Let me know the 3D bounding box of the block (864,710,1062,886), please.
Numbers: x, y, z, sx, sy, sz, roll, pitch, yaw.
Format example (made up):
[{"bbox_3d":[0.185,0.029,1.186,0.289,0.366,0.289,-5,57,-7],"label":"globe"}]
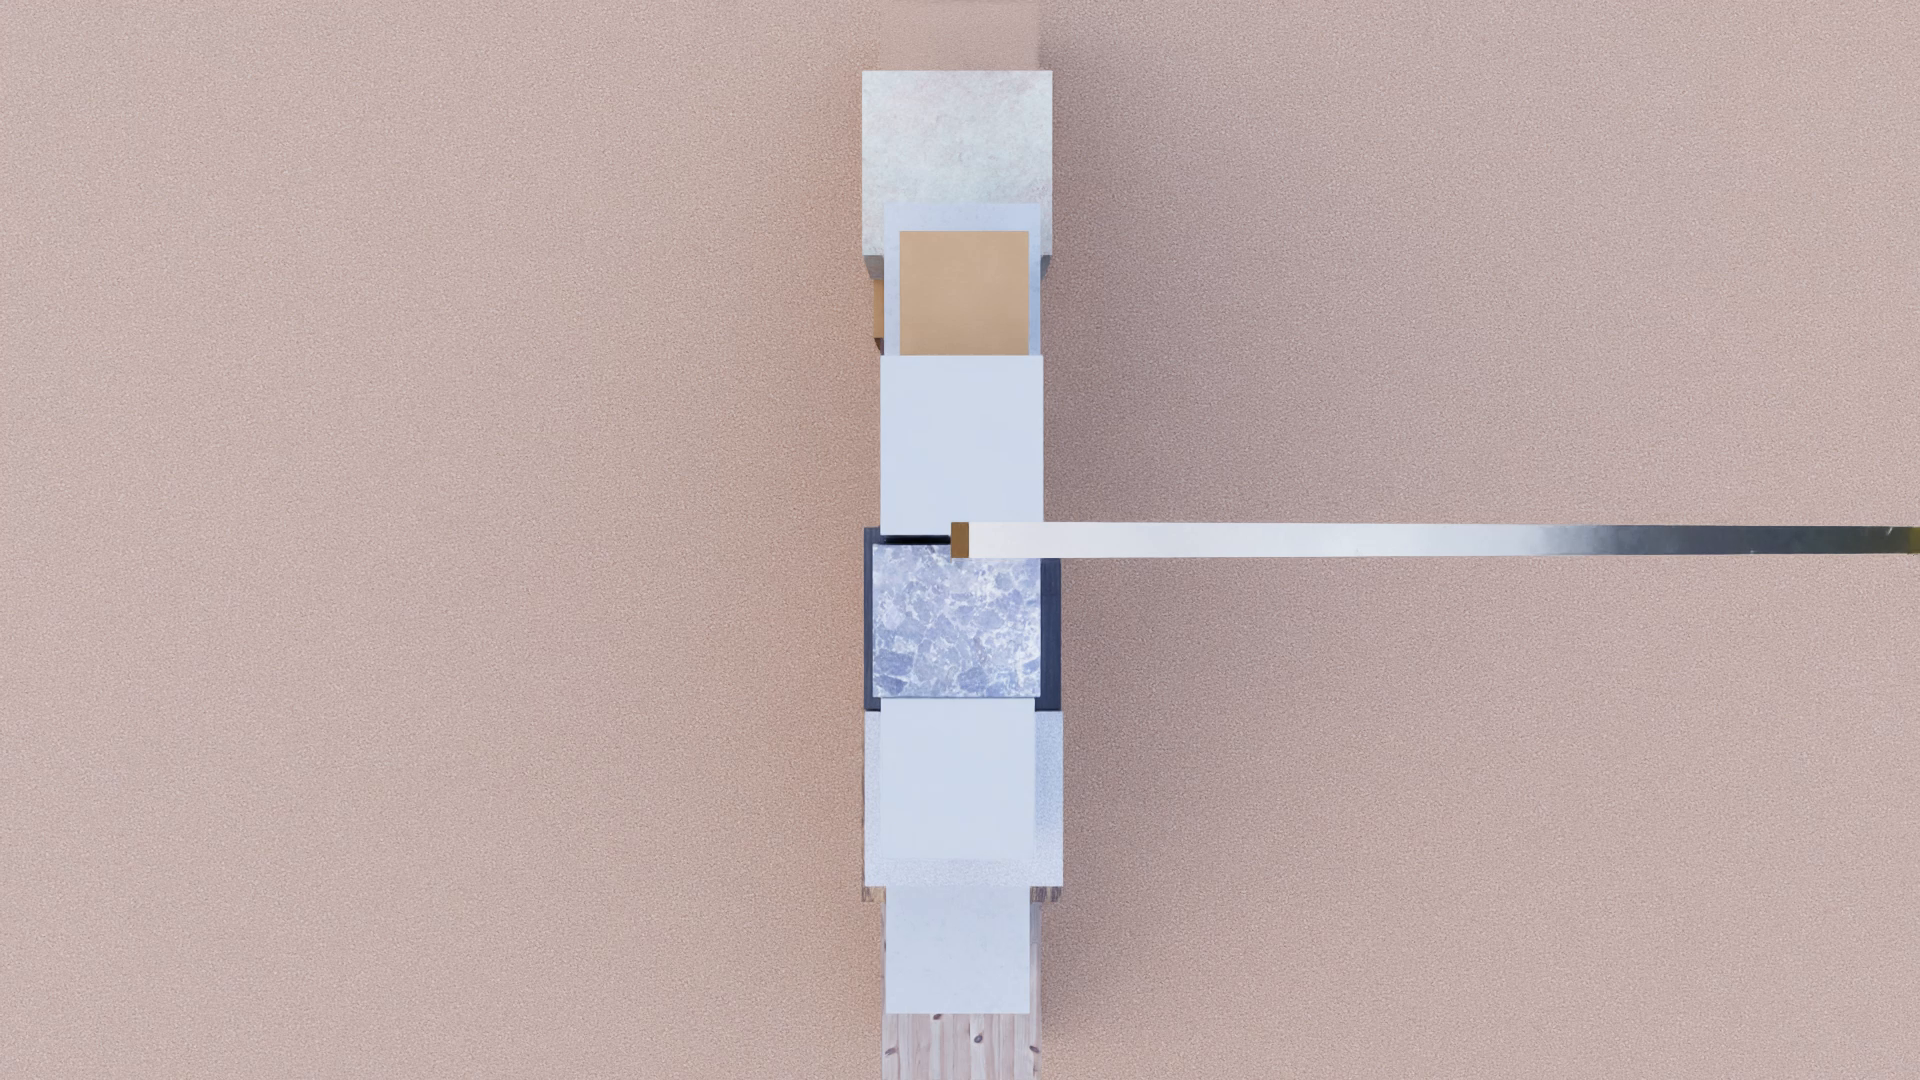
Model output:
[{"bbox_3d":[0.018,1.207,10.753,0.924,0.972,0.815,0,90,0],"label":"block"}]

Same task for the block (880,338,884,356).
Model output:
[{"bbox_3d":[-0.012,-0.618,12.553,0.851,0.894,0.987,0,90,0],"label":"block"}]

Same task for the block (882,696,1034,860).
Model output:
[{"bbox_3d":[-0.010,1.042,9.931,0.670,0.669,0.700,0,90,0],"label":"block"}]

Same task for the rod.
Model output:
[{"bbox_3d":[2.234,0.000,6.205,5.200,0.080,0.080,0,90,-31],"label":"rod"}]

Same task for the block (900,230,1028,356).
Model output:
[{"bbox_3d":[0.019,-1.086,10.123,0.576,0.658,0.592,0,91,0],"label":"block"}]

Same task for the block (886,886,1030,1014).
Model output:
[{"bbox_3d":[-0.010,2.027,11.518,0.723,0.819,0.716,0,91,0],"label":"block"}]

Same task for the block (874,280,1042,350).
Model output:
[{"bbox_3d":[-0.014,-1.626,12.593,0.929,0.813,1.010,0,90,0],"label":"block"}]

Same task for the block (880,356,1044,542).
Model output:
[{"bbox_3d":[0.008,-0.393,9.909,0.700,0.876,0.774,0,88,0],"label":"block"}]

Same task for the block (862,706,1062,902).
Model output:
[{"bbox_3d":[0.008,1.438,12.463,1.084,1.074,1.053,0,90,0],"label":"block"}]

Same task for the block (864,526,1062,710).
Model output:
[{"bbox_3d":[0.012,0.364,10.802,0.929,0.922,0.860,0,91,0],"label":"block"}]

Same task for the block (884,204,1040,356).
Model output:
[{"bbox_3d":[0.011,-1.166,10.798,0.741,0.692,0.872,0,91,0],"label":"block"}]

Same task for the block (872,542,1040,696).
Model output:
[{"bbox_3d":[-0.015,0.352,10.033,0.741,0.613,0.673,0,91,0],"label":"block"}]

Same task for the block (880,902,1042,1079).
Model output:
[{"bbox_3d":[0.006,2.479,12.581,0.888,0.839,1.009,0,90,0],"label":"block"}]

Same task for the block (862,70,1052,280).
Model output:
[{"bbox_3d":[-0.014,-1.910,11.662,0.962,1.050,0.934,0,90,0],"label":"block"}]

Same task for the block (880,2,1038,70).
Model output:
[{"bbox_3d":[-0.002,-2.562,12.608,0.877,0.784,0.842,0,90,0],"label":"block"}]
